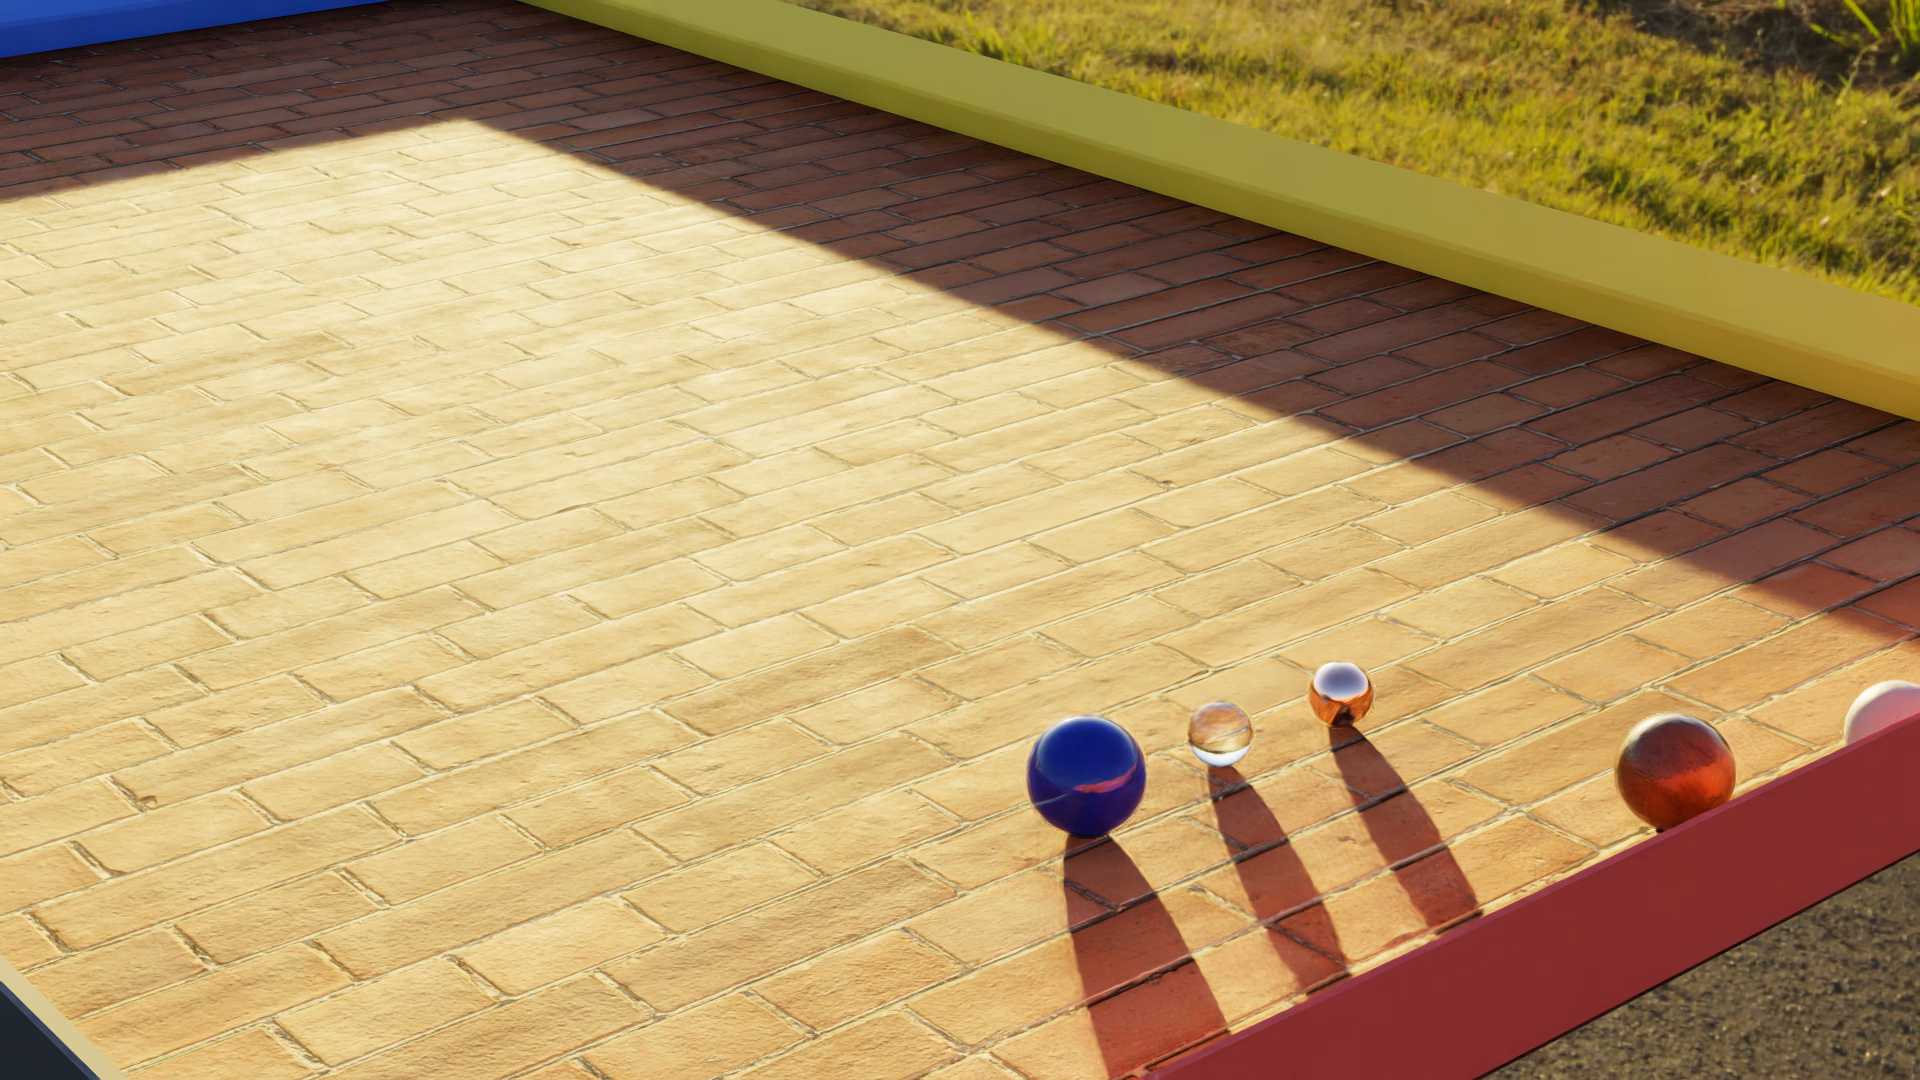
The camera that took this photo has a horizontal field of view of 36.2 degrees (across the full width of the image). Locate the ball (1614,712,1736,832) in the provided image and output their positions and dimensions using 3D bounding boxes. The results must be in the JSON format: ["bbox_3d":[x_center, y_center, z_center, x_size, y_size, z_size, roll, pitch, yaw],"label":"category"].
[{"bbox_3d":[0.500,0.162,2.056,0.083,0.083,0.083,0,22,0],"label":"ball"}]

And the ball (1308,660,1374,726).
[{"bbox_3d":[0.287,0.116,2.215,0.049,0.049,0.049,0,22,0],"label":"ball"}]

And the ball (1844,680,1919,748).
[{"bbox_3d":[0.678,0.139,2.126,0.074,0.074,0.074,0,22,0],"label":"ball"}]

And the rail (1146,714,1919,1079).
[{"bbox_3d":[0.496,0.204,1.913,1.930,0.110,0.045,-17,28,-36],"label":"rail"}]

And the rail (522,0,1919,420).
[{"bbox_3d":[0.216,-0.480,3.601,0.045,0.110,3.216,-17,28,-36],"label":"rail"}]

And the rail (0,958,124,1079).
[{"bbox_3d":[-1.238,-0.031,2.493,0.045,0.110,3.216,-17,28,-36],"label":"rail"}]

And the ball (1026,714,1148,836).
[{"bbox_3d":[0.088,0.164,2.049,0.085,0.085,0.085,0,22,0],"label":"ball"}]

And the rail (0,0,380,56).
[{"bbox_3d":[-1.518,-0.715,4.181,1.930,0.110,0.045,-17,28,-36],"label":"rail"}]

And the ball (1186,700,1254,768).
[{"bbox_3d":[0.190,0.142,2.151,0.049,0.049,0.049,0,22,0],"label":"ball"}]
